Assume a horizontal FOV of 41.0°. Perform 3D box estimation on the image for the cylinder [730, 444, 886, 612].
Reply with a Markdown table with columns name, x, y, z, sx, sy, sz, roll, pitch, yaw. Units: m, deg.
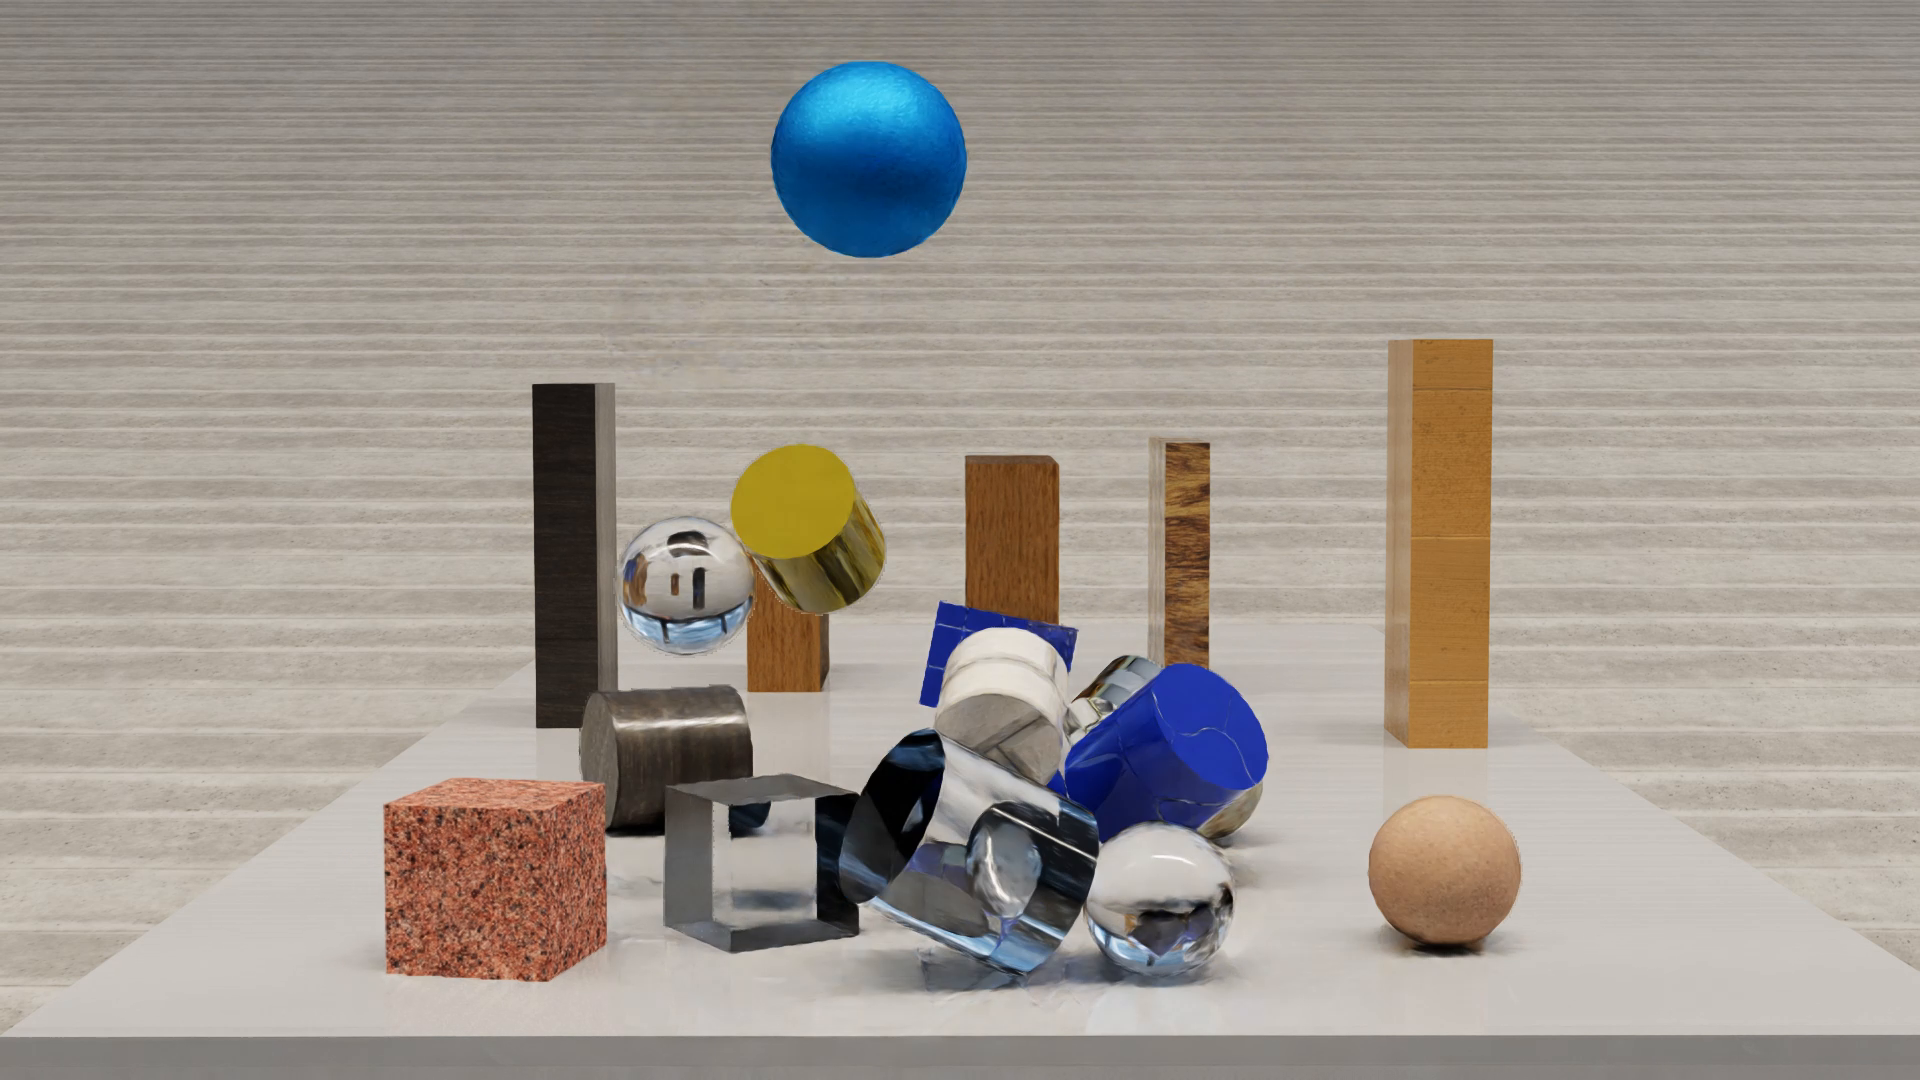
| name | x | y | z | sx | sy | sz | roll | pitch | yaw |
| --- | --- | --- | --- | --- | --- | --- | --- | --- | --- |
| cylinder | -0.186 | -0.013 | 3.171 | 0.156 | 0.156 | 0.156 | 6 | -24 | 16 |

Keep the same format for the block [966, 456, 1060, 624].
| name | x | y | z | sx | sy | sz | roll | pitch | yaw |
| --- | --- | --- | --- | --- | --- | --- | --- | --- | --- |
| block | 0.080 | 0.126 | 4.119 | 0.142 | 0.510 | 0.372 | 0 | 4 | 0 |

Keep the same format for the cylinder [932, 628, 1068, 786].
| name | x | y | z | sx | sy | sz | roll | pitch | yaw |
| --- | --- | --- | --- | --- | --- | --- | --- | --- | --- |
| cylinder | 0.050 | 0.214 | 3.147 | 0.158 | 0.158 | 0.158 | 2 | 28 | 6 |

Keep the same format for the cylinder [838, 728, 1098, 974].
| name | x | y | z | sx | sy | sz | roll | pitch | yaw |
| --- | --- | --- | --- | --- | --- | --- | --- | --- | --- |
| cylinder | 0.009 | 0.338 | 2.775 | 0.202 | 0.202 | 0.202 | 28 | 9 | -22 |

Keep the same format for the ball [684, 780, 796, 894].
| name | x | y | z | sx | sy | sz | roll | pitch | yaw |
| --- | --- | --- | --- | --- | --- | --- | --- | --- | --- |
| ball | -0.276 | 0.373 | 3.217 | 0.142 | 0.142 | 0.142 | 0 | 19 | 0 |

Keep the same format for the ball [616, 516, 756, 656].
| name | x | y | z | sx | sy | sz | roll | pitch | yaw |
| --- | --- | --- | --- | --- | --- | --- | --- | --- | --- |
| ball | -0.334 | 0.055 | 3.118 | 0.170 | 0.170 | 0.170 | 0 | 19 | 0 |

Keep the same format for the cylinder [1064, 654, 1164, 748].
| name | x | y | z | sx | sy | sz | roll | pitch | yaw |
| --- | --- | --- | --- | --- | --- | --- | --- | --- | --- |
| cylinder | 0.239 | 0.256 | 3.793 | 0.127 | 0.127 | 0.127 | 11 | 32 | 30 |

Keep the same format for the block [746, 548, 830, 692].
| name | x | y | z | sx | sy | sz | roll | pitch | yaw |
| --- | --- | --- | --- | --- | --- | --- | --- | --- | --- |
| block | -0.357 | 0.089 | 5.376 | 0.147 | 0.412 | 0.394 | 0 | 4 | 0 |

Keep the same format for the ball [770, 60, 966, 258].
| name | x | y | z | sx | sy | sz | roll | pitch | yaw |
| --- | --- | --- | --- | --- | --- | --- | --- | --- | --- |
| ball | -0.087 | -0.365 | 2.461 | 0.188 | 0.188 | 0.188 | 0 | 19 | 0 |

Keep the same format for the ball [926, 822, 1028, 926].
| name | x | y | z | sx | sy | sz | roll | pitch | yaw |
| --- | --- | --- | --- | --- | --- | --- | --- | --- | --- |
| ball | 0.020 | 0.395 | 3.034 | 0.122 | 0.122 | 0.122 | 0 | 19 | 0 |

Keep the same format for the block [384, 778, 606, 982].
| name | x | y | z | sx | sy | sz | roll | pitch | yaw |
| --- | --- | --- | --- | --- | --- | --- | --- | --- | --- |
| block | -0.516 | 0.375 | 2.865 | 0.186 | 0.186 | 0.186 | 1 | 4 | 12 |

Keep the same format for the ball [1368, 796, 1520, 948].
| name | x | y | z | sx | sy | sz | roll | pitch | yaw |
| --- | --- | --- | --- | --- | --- | --- | --- | --- | --- |
| ball | 0.552 | 0.378 | 2.929 | 0.172 | 0.172 | 0.172 | 0 | 19 | 0 |

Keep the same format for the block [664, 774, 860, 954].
| name | x | y | z | sx | sy | sz | roll | pitch | yaw |
| --- | --- | --- | --- | --- | --- | --- | --- | --- | --- |
| block | -0.233 | 0.375 | 3.002 | 0.168 | 0.168 | 0.168 | -3 | 5 | -32 |

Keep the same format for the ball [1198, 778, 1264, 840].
| name | x | y | z | sx | sy | sz | roll | pitch | yaw |
| --- | --- | --- | --- | --- | --- | --- | --- | --- | --- |
| ball | 0.334 | 0.330 | 3.575 | 0.179 | 0.179 | 0.179 | 0 | 19 | 0 |

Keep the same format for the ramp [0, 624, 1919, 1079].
| name | x | y | z | sx | sy | sz | roll | pitch | yaw |
| --- | --- | --- | --- | --- | --- | --- | --- | --- | --- |
| ramp | 0.045 | 0.403 | 4.539 | 2.000 | 0.100 | 4.000 | 0 | 4 | 0 |

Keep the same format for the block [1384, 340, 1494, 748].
| name | x | y | z | sx | sy | sz | roll | pitch | yaw |
| --- | --- | --- | --- | --- | --- | --- | --- | --- | --- |
| block | 0.842 | 0.000 | 4.532 | 0.136 | 0.705 | 0.254 | 0 | 4 | 0 |

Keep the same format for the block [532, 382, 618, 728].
| name | x | y | z | sx | sy | sz | roll | pitch | yaw |
| --- | --- | --- | --- | --- | --- | --- | --- | --- | --- |
| block | -0.717 | 0.021 | 4.797 | 0.114 | 0.627 | 0.275 | 0 | 4 | 0 |

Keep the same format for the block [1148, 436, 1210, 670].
| name | x | y | z | sx | sy | sz | roll | pitch | yaw |
| --- | --- | --- | --- | --- | --- | --- | --- | --- | --- |
| block | 0.449 | 0.047 | 5.292 | 0.088 | 0.508 | 0.438 | 0 | 4 | 0 |

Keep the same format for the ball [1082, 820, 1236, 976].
| name | x | y | z | sx | sy | sz | roll | pitch | yaw |
| --- | --- | --- | --- | --- | --- | --- | --- | --- | --- |
| ball | 0.216 | 0.389 | 2.790 | 0.169 | 0.169 | 0.169 | 0 | 19 | 0 |

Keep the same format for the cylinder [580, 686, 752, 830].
| name | x | y | z | sx | sy | sz | roll | pitch | yaw |
| --- | --- | --- | --- | --- | --- | --- | --- | --- | --- |
| cylinder | -0.423 | 0.312 | 3.686 | 0.197 | 0.197 | 0.197 | -2 | 18 | -23 |

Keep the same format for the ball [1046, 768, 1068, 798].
| name | x | y | z | sx | sy | sz | roll | pitch | yaw |
| --- | --- | --- | --- | --- | --- | --- | --- | --- | --- |
| ball | 0.043 | 0.341 | 3.313 | 0.193 | 0.193 | 0.193 | 0 | 19 | 0 |

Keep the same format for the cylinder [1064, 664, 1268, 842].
| name | x | y | z | sx | sy | sz | roll | pitch | yaw |
| --- | --- | --- | --- | --- | --- | --- | --- | --- | --- |
| cylinder | 0.264 | 0.287 | 3.303 | 0.187 | 0.187 | 0.187 | 25 | 42 | -25 |

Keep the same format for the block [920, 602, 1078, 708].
| name | x | y | z | sx | sy | sz | roll | pitch | yaw |
| --- | --- | --- | --- | --- | --- | --- | --- | --- | --- |
| block | 0.057 | 0.185 | 3.764 | 0.152 | 0.152 | 0.152 | 11 | -1 | 31 |
